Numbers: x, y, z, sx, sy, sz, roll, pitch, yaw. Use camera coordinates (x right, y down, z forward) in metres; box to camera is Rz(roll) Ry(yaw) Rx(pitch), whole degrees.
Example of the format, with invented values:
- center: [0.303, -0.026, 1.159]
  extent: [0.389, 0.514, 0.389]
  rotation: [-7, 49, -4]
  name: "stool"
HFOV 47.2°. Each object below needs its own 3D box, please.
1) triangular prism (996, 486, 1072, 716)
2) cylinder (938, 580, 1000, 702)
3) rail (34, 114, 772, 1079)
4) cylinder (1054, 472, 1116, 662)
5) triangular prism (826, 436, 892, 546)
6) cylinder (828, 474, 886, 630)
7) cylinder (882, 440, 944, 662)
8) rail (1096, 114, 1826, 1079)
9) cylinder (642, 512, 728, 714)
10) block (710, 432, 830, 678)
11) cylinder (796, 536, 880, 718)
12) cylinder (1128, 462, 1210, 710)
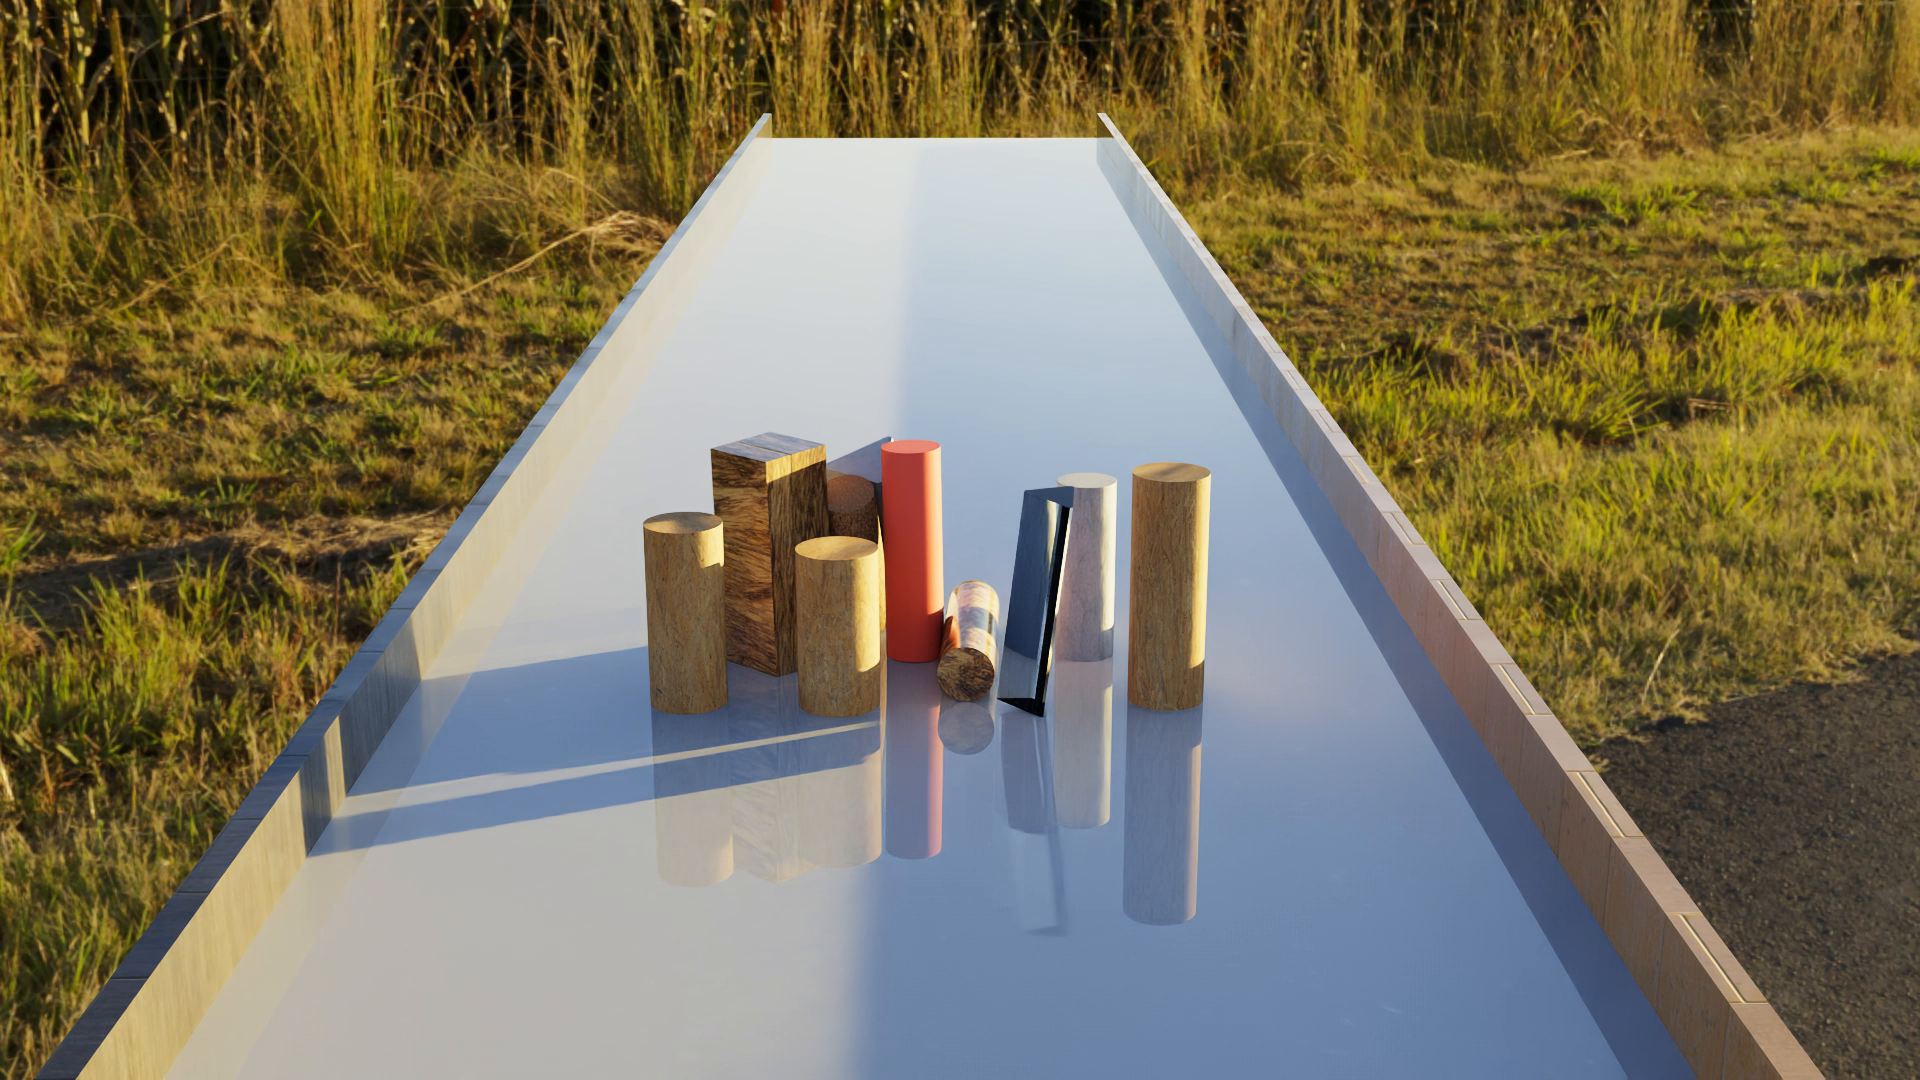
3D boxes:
- center: [0.159, 0.108, 4.081]
  extent: [0.102, 0.430, 0.088]
  rotation: [21, 28, 28]
  name: "triangular prism"
- center: [0.020, 0.195, 4.376]
  extent: [0.109, 0.109, 0.417]
  rotation: [1, 17, 2]
  name: "cylinder"
- center: [-1.118, -0.838, 7.780]
  extent: [0.050, 0.150, 12.000]
  rotation: [0, 17, -1]
  name: "rail"
- center: [0.252, 0.055, 4.409]
  extent: [0.118, 0.361, 0.118]
  rotation: [0, 17, 0]
  name: "cylinder"
- center: [-0.140, -0.024, 4.574]
  extent: [0.153, 0.387, 0.133]
  rotation: [16, 47, 34]
  name: "triangular prism"
- center: [-0.210, 0.033, 4.483]
  extent: [0.112, 0.348, 0.112]
  rotation: [-4, 44, 3]
  name: "cylinder"
- center: [-0.093, 0.022, 4.396]
  extent: [0.117, 0.429, 0.117]
  rotation: [-1, 16, 0]
  name: "cylinder"
- center: [0.932, -0.844, 7.801]
  extent: [0.050, 0.150, 12.000]
  rotation: [0, 17, -1]
  name: "rail"
- center: [-0.516, 0.137, 4.145]
  extent: [0.148, 0.354, 0.148]
  rotation: [0, 17, 0]
  name: "cylinder"
- center: [-0.370, 0.027, 4.356]
  extent: [0.158, 0.440, 0.158]
  rotation: [15, 24, 40]
  name: "block"
- center: [-0.230, 0.162, 4.142]
  extent: [0.155, 0.307, 0.155]
  rotation: [0, 17, 0]
  name: "cylinder"
- center: [0.393, 0.087, 4.150]
  extent: [0.145, 0.446, 0.145]
  rotation: [0, 17, 0]
  name: "cylinder"
